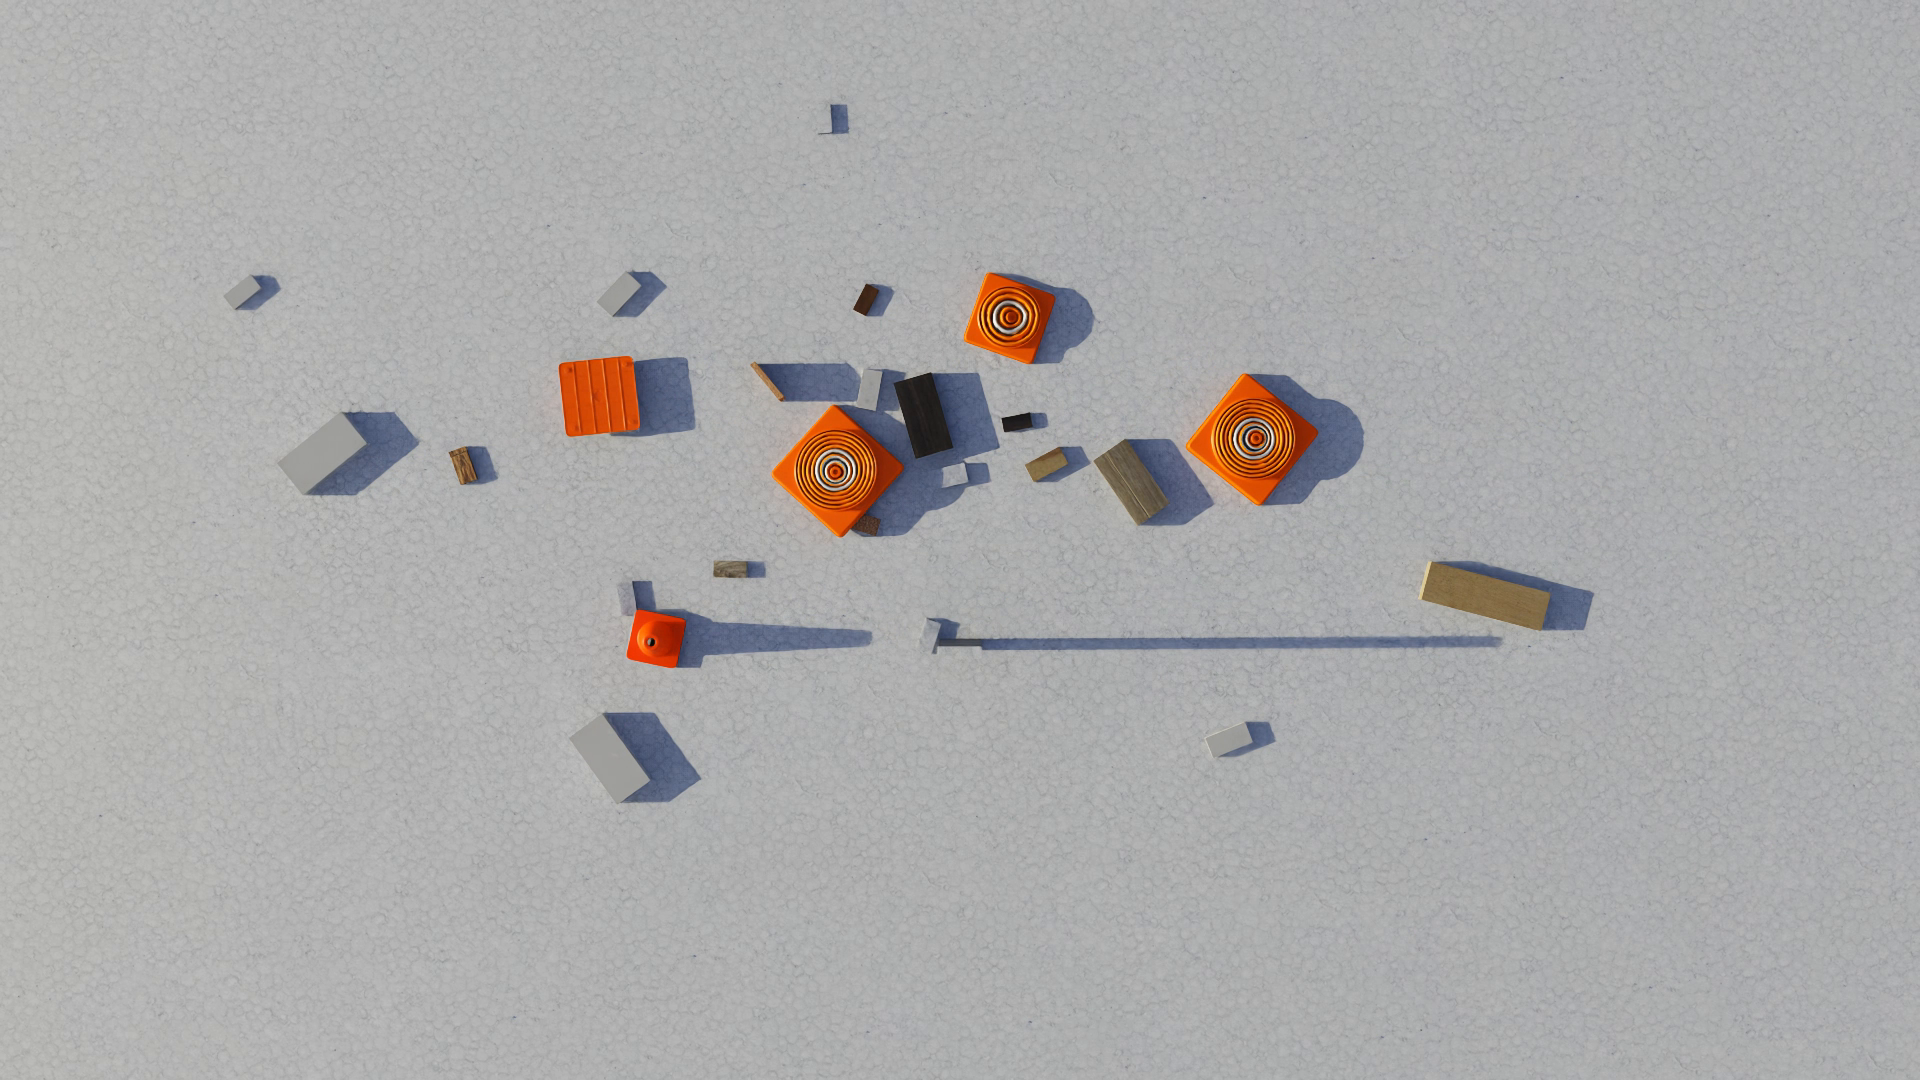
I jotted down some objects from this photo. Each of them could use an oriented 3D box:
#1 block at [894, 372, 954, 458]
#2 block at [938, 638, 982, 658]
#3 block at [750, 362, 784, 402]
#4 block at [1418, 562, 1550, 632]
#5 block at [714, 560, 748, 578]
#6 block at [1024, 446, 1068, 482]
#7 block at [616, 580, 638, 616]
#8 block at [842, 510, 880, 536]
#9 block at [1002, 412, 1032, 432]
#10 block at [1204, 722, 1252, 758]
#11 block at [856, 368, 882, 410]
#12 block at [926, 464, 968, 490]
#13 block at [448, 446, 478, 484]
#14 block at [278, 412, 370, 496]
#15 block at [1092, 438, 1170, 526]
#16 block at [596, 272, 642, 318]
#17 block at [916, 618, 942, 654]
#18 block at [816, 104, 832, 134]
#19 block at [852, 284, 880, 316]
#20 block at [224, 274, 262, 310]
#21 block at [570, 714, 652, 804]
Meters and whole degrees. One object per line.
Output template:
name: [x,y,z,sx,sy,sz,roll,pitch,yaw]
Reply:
block: [-0.121,-0.413,5.482,0.131,0.037,0.261,-16,90,0]
block: [0.000,0.349,5.301,0.136,0.398,0.039,0,90,0]
block: [-0.637,-0.525,5.464,0.020,0.071,0.149,-40,90,0]
block: [1.743,0.187,5.482,0.410,0.037,0.131,15,90,0]
block: [-0.765,0.098,5.492,0.110,0.016,0.055,1,90,0]
block: [0.287,-0.252,5.491,0.131,0.018,0.065,-28,90,0]
block: [-1.108,0.195,5.492,0.055,0.016,0.110,-9,90,0]
block: [-0.328,-0.058,5.492,0.116,0.016,0.058,17,90,0]
block: [0.189,-0.391,5.493,0.097,0.014,0.049,-11,90,0]
block: [0.894,0.665,5.490,0.142,0.020,0.071,-22,90,0]
block: [-0.301,-0.500,5.491,0.065,0.018,0.131,10,90,0]
block: [-0.042,-0.211,5.491,0.131,0.018,0.065,-13,90,0]
block: [-1.653,-0.248,5.492,0.058,0.016,0.116,-20,90,0]
block: [-2.113,-0.287,5.481,0.273,0.039,0.136,-39,90,0]
block: [0.569,-0.192,5.482,0.131,0.037,0.261,-35,90,0]
block: [-1.134,-0.819,5.490,0.071,0.020,0.142,44,90,0]
block: [-0.105,0.322,5.492,0.055,0.016,0.110,19,90,0]
block: [-0.452,-1.403,5.493,0.049,0.014,0.097,-4,90,0]
block: [-0.313,-0.799,5.493,0.049,0.014,0.097,27,90,0]
block: [-2.387,-0.825,5.492,0.116,0.016,0.058,-39,90,0]
block: [-1.161,0.726,5.481,0.136,0.039,0.273,-36,90,0]
